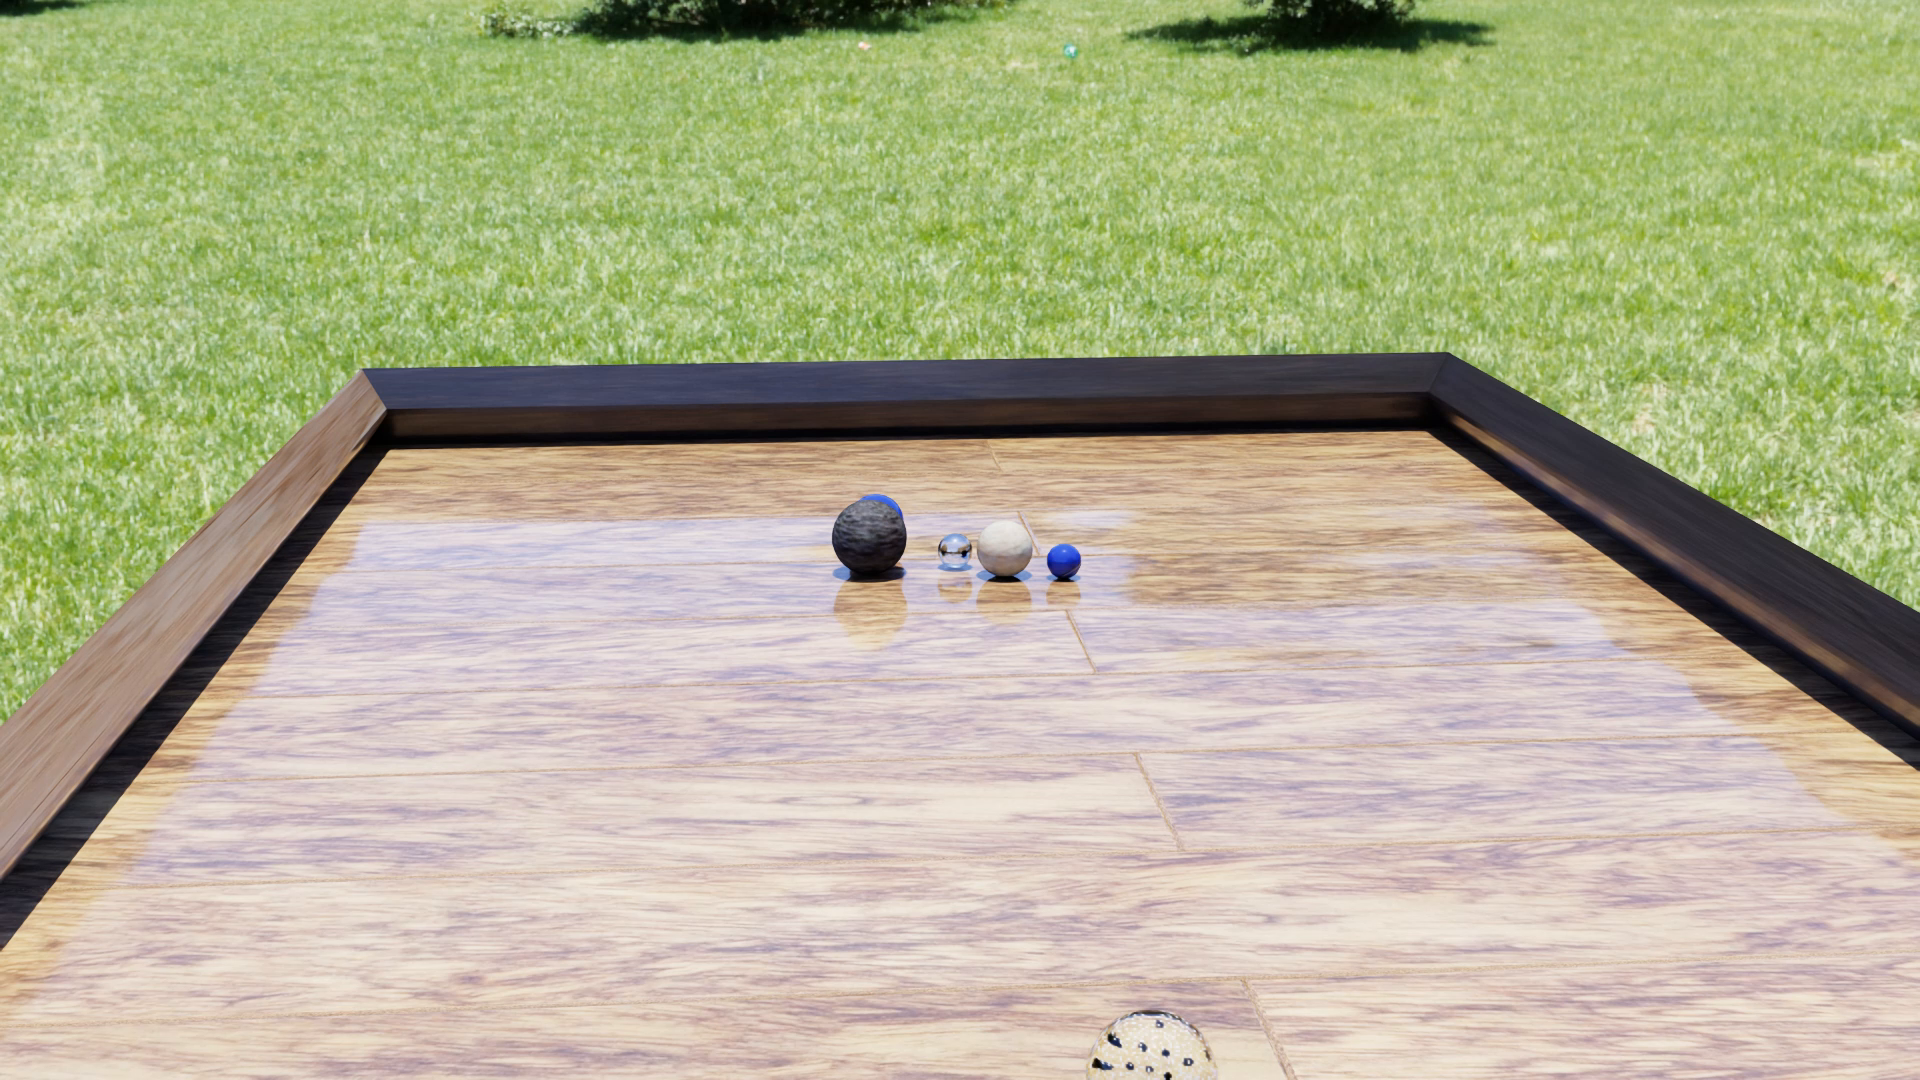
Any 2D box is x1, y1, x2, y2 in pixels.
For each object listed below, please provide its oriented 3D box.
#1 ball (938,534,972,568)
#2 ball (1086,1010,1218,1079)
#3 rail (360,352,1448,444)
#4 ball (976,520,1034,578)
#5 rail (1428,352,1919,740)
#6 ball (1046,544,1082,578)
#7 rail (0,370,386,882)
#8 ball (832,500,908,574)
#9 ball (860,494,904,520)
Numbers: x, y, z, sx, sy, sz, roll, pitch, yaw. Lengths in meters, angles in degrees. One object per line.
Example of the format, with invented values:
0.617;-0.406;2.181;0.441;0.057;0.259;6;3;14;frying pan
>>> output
-0.006;0.014;2.811;0.045;0.045;0.045;0;14;0;ball
0.125;0.349;1.430;0.086;0.086;0.086;0;14;0;ball
-0.070;-0.228;3.585;1.782;0.124;0.045;-1;15;-5;rail
0.056;0.011;2.770;0.071;0.071;0.071;0;14;0;ball
0.936;0.157;2.096;0.045;0.124;3.287;-1;15;-5;rail
0.131;0.027;2.763;0.044;0.044;0.044;0;14;0;ball
-0.792;0.195;1.949;0.045;0.124;3.287;-1;15;-5;rail
-0.114;-0.004;2.777;0.095;0.095;0.095;0;14;0;ball
-0.111;-0.024;2.899;0.074;0.074;0.074;0;14;0;ball
